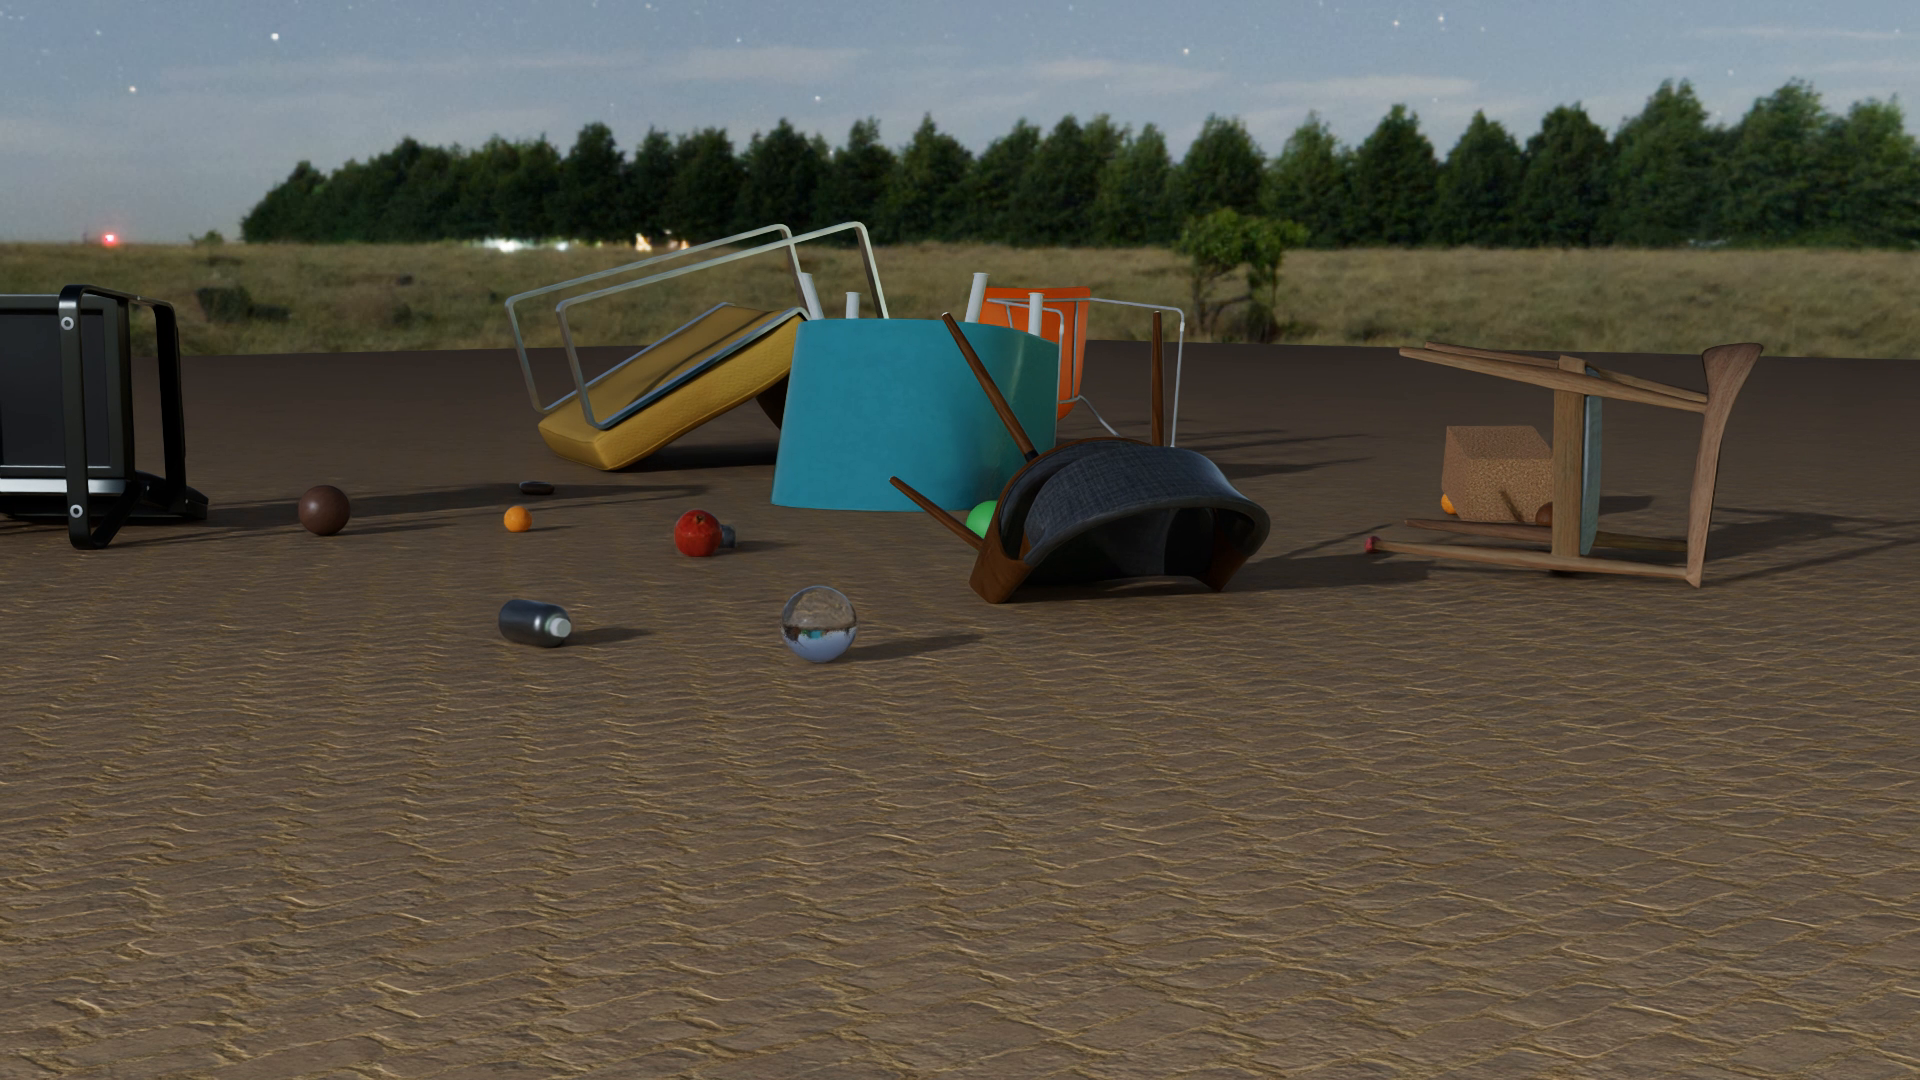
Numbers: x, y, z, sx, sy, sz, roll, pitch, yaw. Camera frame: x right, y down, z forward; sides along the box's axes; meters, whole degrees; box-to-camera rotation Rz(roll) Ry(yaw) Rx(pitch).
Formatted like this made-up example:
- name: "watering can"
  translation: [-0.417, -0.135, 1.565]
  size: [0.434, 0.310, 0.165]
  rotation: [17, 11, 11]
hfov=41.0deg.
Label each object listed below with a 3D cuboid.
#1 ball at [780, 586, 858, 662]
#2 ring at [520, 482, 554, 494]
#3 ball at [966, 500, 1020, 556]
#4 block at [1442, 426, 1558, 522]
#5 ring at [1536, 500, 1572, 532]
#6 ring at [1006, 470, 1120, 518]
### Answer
- name: "ball"
  translation: [-0.241, 0.144, 4.379]
  size: [0.131, 0.131, 0.131]
  rotation: [0, 6, 0]
- name: "ring"
  translation: [-1.281, -0.157, 7.771]
  size: [0.087, 0.036, 0.140]
  rotation: [-4, 7, -41]
- name: "ball"
  translation: [0.078, -0.028, 6.047]
  size: [0.131, 0.131, 0.131]
  rotation: [0, 6, 0]
- name: "block"
  translation: [1.459, -0.180, 6.955]
  size: [0.238, 0.182, 0.249]
  rotation: [0, 23, -4]
- name: "ring"
  translation: [1.539, -0.061, 6.646]
  size: [0.130, 0.078, 0.055]
  rotation: [-22, 6, -43]
- name: "ring"
  translation: [0.284, -0.128, 7.099]
  size: [0.320, 0.115, 0.264]
  rotation: [1, 7, 25]
